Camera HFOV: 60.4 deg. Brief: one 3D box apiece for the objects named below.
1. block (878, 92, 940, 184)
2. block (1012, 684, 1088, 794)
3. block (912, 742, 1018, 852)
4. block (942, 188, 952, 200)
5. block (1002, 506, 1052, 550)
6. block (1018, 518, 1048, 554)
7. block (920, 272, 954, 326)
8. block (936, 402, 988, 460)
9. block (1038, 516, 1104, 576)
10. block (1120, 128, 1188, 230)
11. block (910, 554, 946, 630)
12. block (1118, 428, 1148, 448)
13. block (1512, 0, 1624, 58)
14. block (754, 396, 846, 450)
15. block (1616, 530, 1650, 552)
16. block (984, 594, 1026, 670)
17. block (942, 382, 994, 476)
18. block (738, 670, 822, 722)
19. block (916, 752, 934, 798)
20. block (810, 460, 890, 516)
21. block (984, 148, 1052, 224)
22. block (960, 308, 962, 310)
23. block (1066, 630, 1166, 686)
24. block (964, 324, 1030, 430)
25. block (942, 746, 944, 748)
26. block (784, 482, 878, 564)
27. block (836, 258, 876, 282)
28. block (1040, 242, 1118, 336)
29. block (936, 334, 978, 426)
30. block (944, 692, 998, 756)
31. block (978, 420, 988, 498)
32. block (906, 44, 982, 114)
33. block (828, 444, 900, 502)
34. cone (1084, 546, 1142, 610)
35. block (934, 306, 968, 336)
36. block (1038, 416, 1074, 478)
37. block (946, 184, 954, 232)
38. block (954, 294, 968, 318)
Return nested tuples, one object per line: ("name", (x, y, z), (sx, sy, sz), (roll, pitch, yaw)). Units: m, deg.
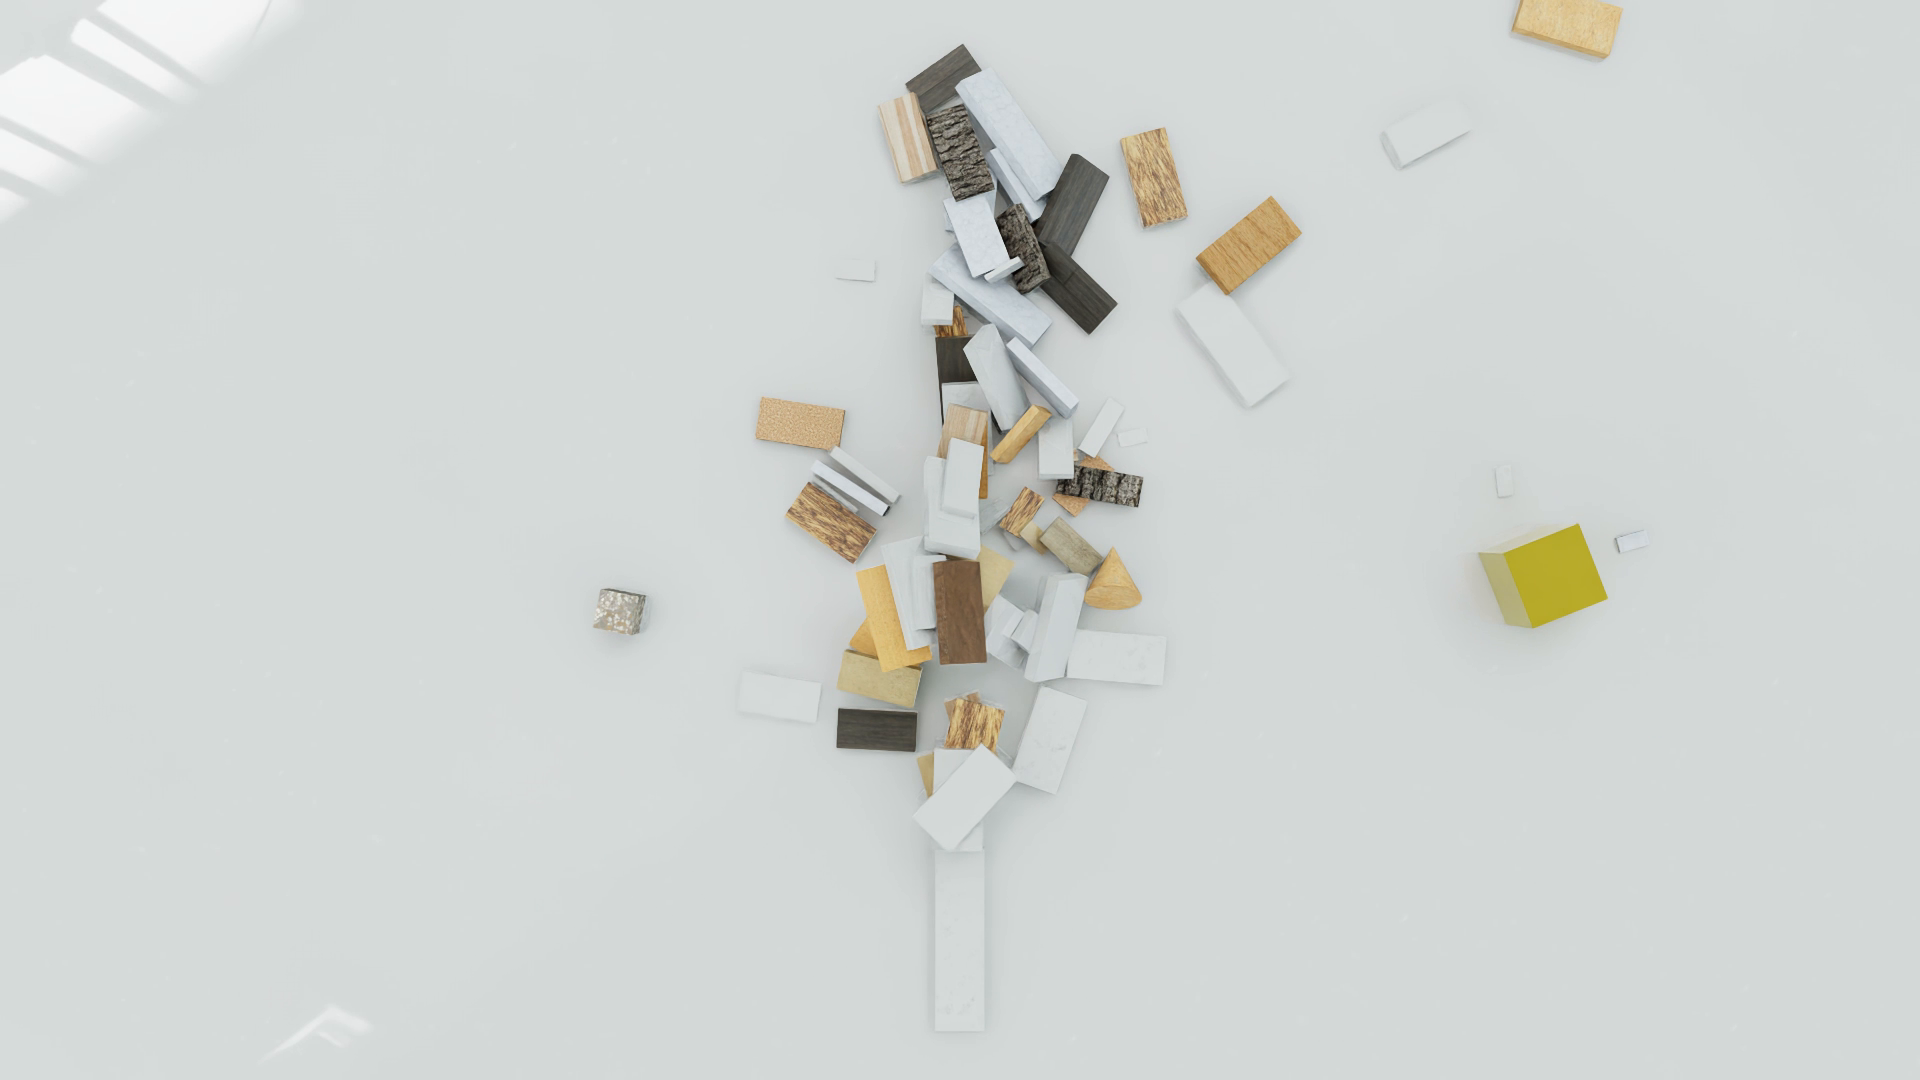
("block", (-0.171, -1.331, 5.464), (0.132, 0.037, 0.265), (-17, 90, 16))
("block", (0.293, 0.662, 5.477), (0.163, 0.046, 0.326), (19, 90, 0))
("block", (0.018, 0.828, 5.316), (0.163, 0.046, 0.326), (43, 90, 0))
("block", (0.000, -1.091, 5.423), (0.071, 0.020, 0.142), (-21, 90, 0))
("block", (0.228, -0.041, 5.489), (0.156, 0.022, 0.078), (-35, 90, 0))
("block", (0.251, -0.010, 5.461), (0.062, 0.017, 0.123), (-48, 120, -1))
("block", (-0.071, -0.793, 5.413), (0.101, 0.029, 0.202), (2, 57, 2))
("block", (-0.003, -0.306, 5.369), (0.130, 0.037, 0.260), (13, 107, -5))
("block", (0.367, 0.027, 5.463), (0.204, 0.029, 0.102), (43, 90, -13))
("block", (0.643, -1.202, 5.479), (0.151, 0.043, 0.302), (-15, 90, 0))
("block", (-0.091, 0.162, 5.118), (0.112, 0.032, 0.224), (-3, 84, -30))
("block", (0.576, -0.342, 5.493), (0.095, 0.014, 0.048), (-13, 90, 0))
("block", (2.016, -1.727, 5.477), (0.324, 0.046, 0.162), (17, 90, 0))
("block", (-0.531, -0.385, 5.480), (0.278, 0.039, 0.139), (9, 90, 0))
("block", (2.239, 0.004, 5.493), (0.101, 0.014, 0.050), (-16, 90, 0))
("block", (0.152, 0.301, 5.335), (0.047, 0.335, 0.167), (29, 86, 27))
("block", (0.026, -0.365, 5.432), (0.155, 0.044, 0.310), (-3, 108, 0))
("block", (-0.599, 0.521, 5.481), (0.263, 0.037, 0.131), (9, 90, 0))
("block", (-0.052, 0.818, 5.449), (0.121, 0.034, 0.241), (-16, 90, 0))
("block", (-0.360, -0.170, 5.430), (0.278, 0.139, 0.039), (33, 90, 0))
("block", (0.206, -1.182, 5.445), (0.134, 0.038, 0.268), (-32, 90, -37))
("block", (-0.020, -0.694, 5.478), (0.071, 0.020, 0.142), (-9, 100, 0))
("block", (0.519, 0.389, 5.477), (0.318, 0.045, 0.159), (5, 90, 0))
("block", (0.123, -0.531, 5.368), (0.044, 0.155, 0.310), (-7, 121, 35))
("block", (0.006, 0.802, 5.483), (0.121, 0.034, 0.241), (-3, 90, 0))
("block", (-0.428, -0.056, 5.480), (0.278, 0.039, 0.139), (35, 90, 0))
("block", (-0.348, -0.898, 5.491), (0.127, 0.018, 0.063), (5, 90, 0))
("block", (0.367, -0.829, 5.430), (0.297, 0.149, 0.042), (44, 50, 0))
("block", (0.008, -0.517, 5.429), (0.155, 0.044, 0.310), (-5, 108, 0))
("block", (0.039, 0.634, 5.449), (0.121, 0.034, 0.241), (-17, 90, 0))
("block", (0.025, -0.265, 5.421), (0.130, 0.037, 0.260), (-1, 108, -1))
("block", (-0.053, -1.531, 5.483), (0.235, 0.033, 0.117), (-35, 90, 0))
("block", (-0.317, -0.219, 5.414), (0.260, 0.130, 0.037), (37, 90, -10))
("cone", (0.506, 0.105, 5.457), (0.191, 0.191, 0.191), (3, 63, 0))
("block", (-0.020, -0.663, 5.452), (0.101, 0.029, 0.203), (-16, 107, 2))
("block", (0.316, -0.307, 5.435), (0.111, 0.031, 0.221), (0, 63, 0))
("block", (0.019, -1.141, 5.483), (0.117, 0.033, 0.235), (5, 90, 0))
("block", (-0.010, -0.813, 5.490), (0.071, 0.020, 0.142), (-2, 90, 0))
